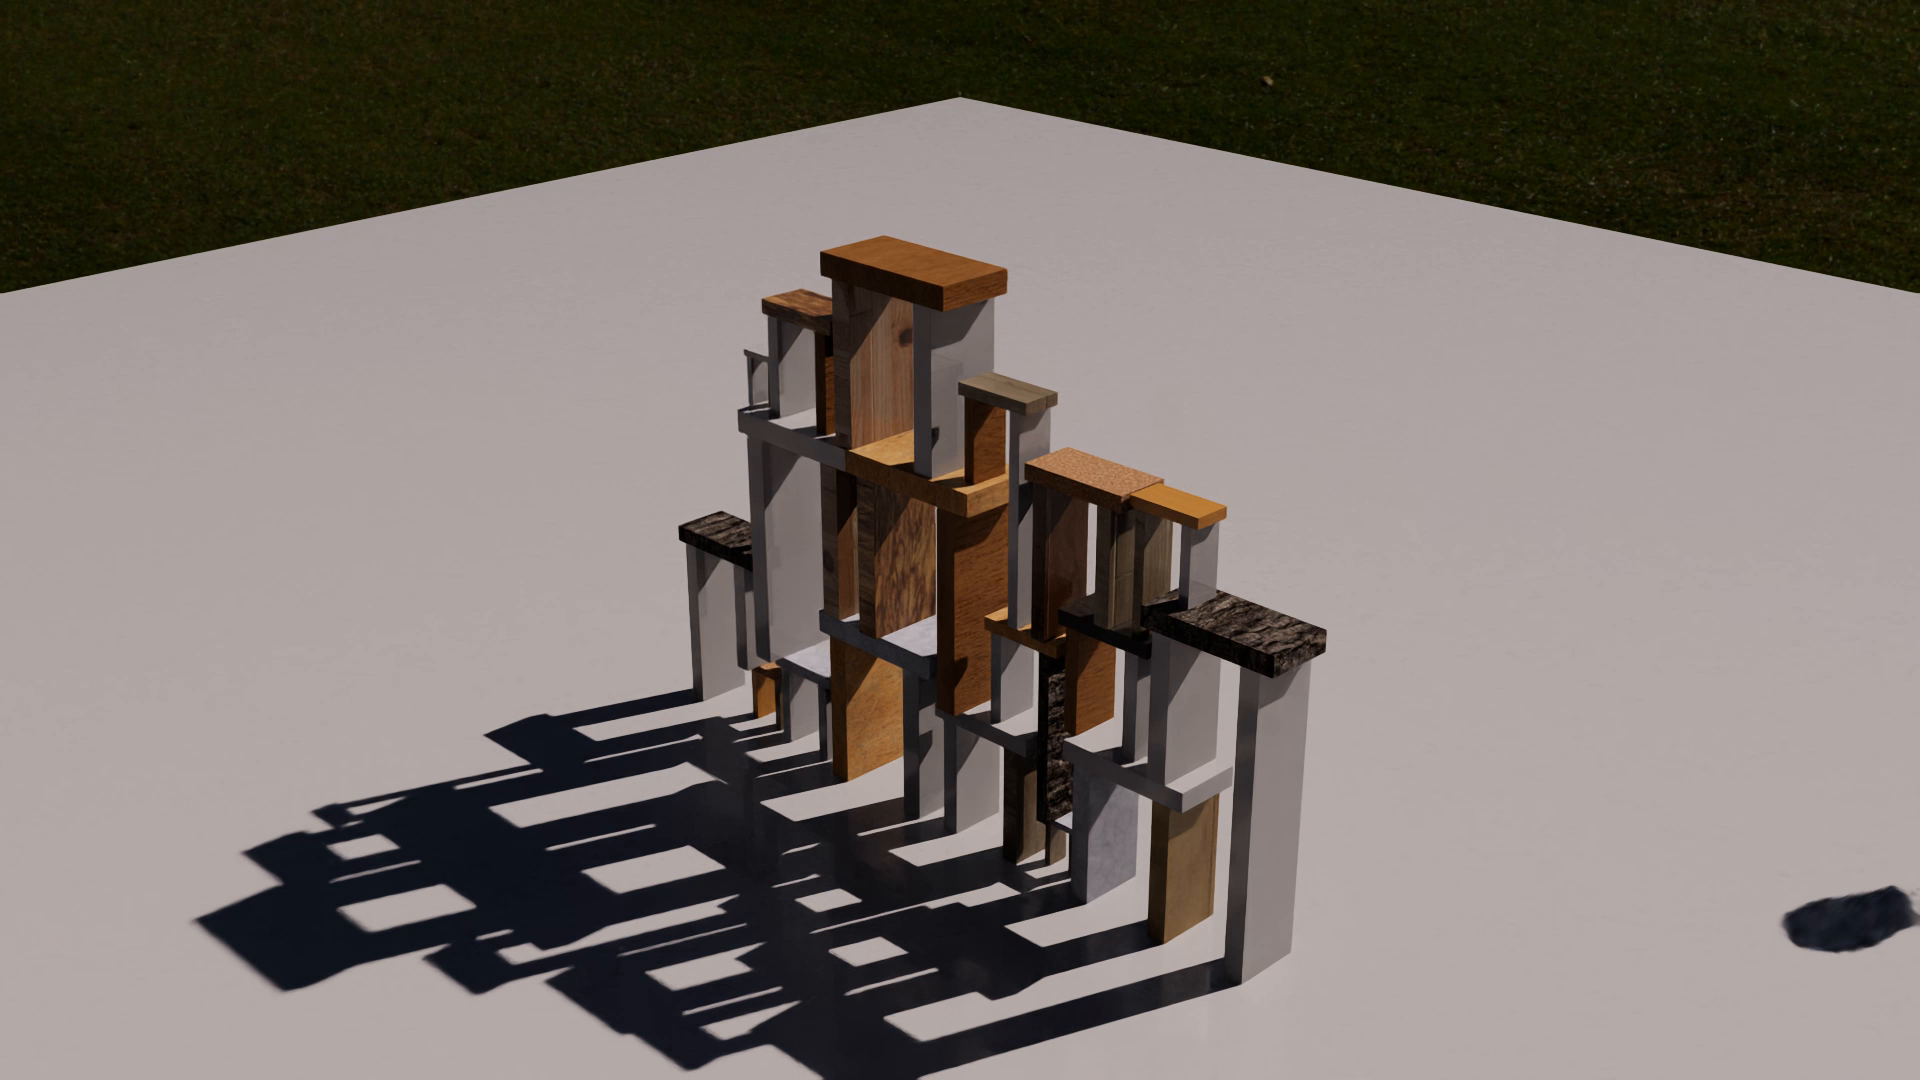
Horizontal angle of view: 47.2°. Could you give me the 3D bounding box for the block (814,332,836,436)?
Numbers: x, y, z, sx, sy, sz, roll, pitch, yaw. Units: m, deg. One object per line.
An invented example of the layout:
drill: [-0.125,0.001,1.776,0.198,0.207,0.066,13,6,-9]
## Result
block: [-0.236,-0.321,4.343,0.030,0.210,0.105,22,31,40]

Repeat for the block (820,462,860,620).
block: [-0.201,-0.018,4.439,0.165,0.329,0.047,-21,31,-41]

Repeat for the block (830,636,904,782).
block: [-0.192,0.326,4.579,0.046,0.322,0.161,21,31,41]

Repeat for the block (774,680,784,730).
block: [-0.375,0.351,4.786,0.016,0.115,0.058,21,31,41]

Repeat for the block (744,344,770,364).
block: [-0.394,-0.379,4.494,0.093,0.013,0.046,21,31,38]

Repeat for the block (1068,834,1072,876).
block: [0.229,0.599,4.231,0.013,0.092,0.046,21,31,41]

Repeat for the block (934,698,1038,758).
block: [0.081,0.345,4.276,0.245,0.035,0.122,21,31,41]

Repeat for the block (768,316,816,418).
block: [-0.335,-0.360,4.435,0.105,0.210,0.030,-20,30,-39]

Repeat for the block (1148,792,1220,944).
block: [0.409,0.583,4.023,0.040,0.285,0.143,21,31,41]

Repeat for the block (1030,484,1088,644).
block: [0.184,0.028,4.044,0.033,0.310,0.115,21,31,40]

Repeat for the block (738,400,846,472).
block: [-0.279,-0.221,4.437,0.329,0.047,0.165,21,31,41]

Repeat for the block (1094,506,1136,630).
block: [0.293,0.034,3.929,0.033,0.230,0.115,21,31,41]

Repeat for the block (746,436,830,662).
block: [-0.358,0.000,4.613,0.165,0.499,0.047,-21,31,-40]

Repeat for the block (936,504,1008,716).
block: [0.032,0.117,4.230,0.167,0.422,0.047,-21,31,-40]

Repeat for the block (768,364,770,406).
block: [-0.371,-0.323,4.497,0.013,0.093,0.046,21,31,40]

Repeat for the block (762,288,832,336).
block: [-0.285,-0.450,4.342,0.105,0.030,0.210,-20,30,-39]

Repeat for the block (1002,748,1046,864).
block: [0.139,0.496,4.278,0.035,0.245,0.122,21,31,41]

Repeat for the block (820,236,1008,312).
block: [-0.089,-0.501,4.113,0.166,0.047,0.332,-21,31,-41]

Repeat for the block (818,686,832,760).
block: [-0.258,0.372,4.661,0.087,0.174,0.025,-21,31,-41]

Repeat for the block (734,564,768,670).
block: [-0.428,0.150,4.757,0.122,0.243,0.034,-21,31,-41]

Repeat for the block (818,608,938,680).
block: [-0.116,0.187,4.437,0.322,0.046,0.161,21,31,41]

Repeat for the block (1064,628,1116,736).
block: [0.242,0.246,4.074,0.030,0.213,0.107,21,31,41]

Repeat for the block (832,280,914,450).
block: [-0.167,-0.357,4.259,0.166,0.332,0.047,-21,31,-41]

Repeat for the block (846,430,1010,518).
block: [-0.046,-0.131,4.212,0.167,0.047,0.334,-21,31,-41]

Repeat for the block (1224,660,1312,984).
block: [0.536,0.480,3.841,0.041,0.616,0.145,21,31,41]

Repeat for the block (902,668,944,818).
block: [-0.040,0.386,4.439,0.046,0.322,0.161,21,31,41]

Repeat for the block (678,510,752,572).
block: [-0.485,0.001,4.755,0.243,0.034,0.121,21,31,41]

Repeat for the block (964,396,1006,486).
block: [0.047,-0.195,4.085,0.085,0.169,0.024,-21,31,-40]

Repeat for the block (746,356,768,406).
block: [-0.415,-0.186,4.601,0.013,0.428,0.046,22,32,40]

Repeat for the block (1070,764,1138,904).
block: [0.274,0.530,4.146,0.040,0.285,0.143,21,31,41]

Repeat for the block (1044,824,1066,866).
block: [0.186,0.582,4.271,0.013,0.092,0.046,21,31,41]

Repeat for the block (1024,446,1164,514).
block: [0.239,-0.108,3.927,0.230,0.033,0.115,21,31,40]

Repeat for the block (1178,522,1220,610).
block: [0.413,0.037,3.796,0.022,0.154,0.077,21,31,41]

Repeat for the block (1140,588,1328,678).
block: [0.468,0.151,3.776,0.290,0.041,0.145,21,31,41]

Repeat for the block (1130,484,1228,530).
block: [0.376,-0.058,3.795,0.077,0.022,0.154,-21,31,-40]

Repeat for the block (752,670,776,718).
block: [-0.429,0.330,4.836,0.016,0.115,0.058,21,31,41]

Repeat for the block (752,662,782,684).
block: [-0.402,0.279,4.785,0.058,0.016,0.115,-21,31,-40]

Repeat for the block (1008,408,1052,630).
block: [0.128,-0.044,4.062,0.024,0.428,0.085,21,31,40]

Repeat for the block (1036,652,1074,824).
block: [0.188,0.364,4.176,0.026,0.359,0.092,21,31,40]

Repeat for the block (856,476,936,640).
block: [-0.124,0.014,4.359,0.047,0.334,0.167,21,31,41]

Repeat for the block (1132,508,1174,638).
block: [0.340,0.049,3.880,0.022,0.241,0.077,21,31,41]

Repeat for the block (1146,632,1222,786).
block: [0.399,0.277,3.903,0.041,0.290,0.145,21,31,41]

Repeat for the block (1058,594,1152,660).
block: [0.292,0.154,3.980,0.213,0.030,0.107,21,31,41]

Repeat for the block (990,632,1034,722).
block: [0.101,0.250,4.221,0.026,0.184,0.092,21,31,40]

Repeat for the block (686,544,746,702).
block: [-0.542,0.167,4.888,0.034,0.375,0.122,21,31,41]

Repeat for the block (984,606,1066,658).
block: [0.144,0.169,4.140,0.184,0.026,0.092,21,31,40]

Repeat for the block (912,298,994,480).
block: [-0.011,-0.295,4.114,0.166,0.332,0.047,-21,31,-41]

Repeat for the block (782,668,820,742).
block: [-0.341,0.341,4.736,0.087,0.174,0.025,-20,30,-39]

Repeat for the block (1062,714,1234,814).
block: [0.341,0.406,4.021,0.285,0.040,0.143,21,31,41]

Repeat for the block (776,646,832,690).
block: [-0.301,0.266,4.656,0.087,0.025,0.174,-21,30,-40]

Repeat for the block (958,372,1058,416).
block: [0.087,-0.267,4.009,0.169,0.024,0.085,21,31,40]

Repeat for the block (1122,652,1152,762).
block: [0.342,0.285,3.981,0.030,0.213,0.107,21,31,41]

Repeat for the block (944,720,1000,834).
block: [0.024,0.451,4.384,0.035,0.245,0.122,21,31,41]

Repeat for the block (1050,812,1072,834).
block: [0.208,0.542,4.231,0.092,0.013,0.046,21,31,40]
